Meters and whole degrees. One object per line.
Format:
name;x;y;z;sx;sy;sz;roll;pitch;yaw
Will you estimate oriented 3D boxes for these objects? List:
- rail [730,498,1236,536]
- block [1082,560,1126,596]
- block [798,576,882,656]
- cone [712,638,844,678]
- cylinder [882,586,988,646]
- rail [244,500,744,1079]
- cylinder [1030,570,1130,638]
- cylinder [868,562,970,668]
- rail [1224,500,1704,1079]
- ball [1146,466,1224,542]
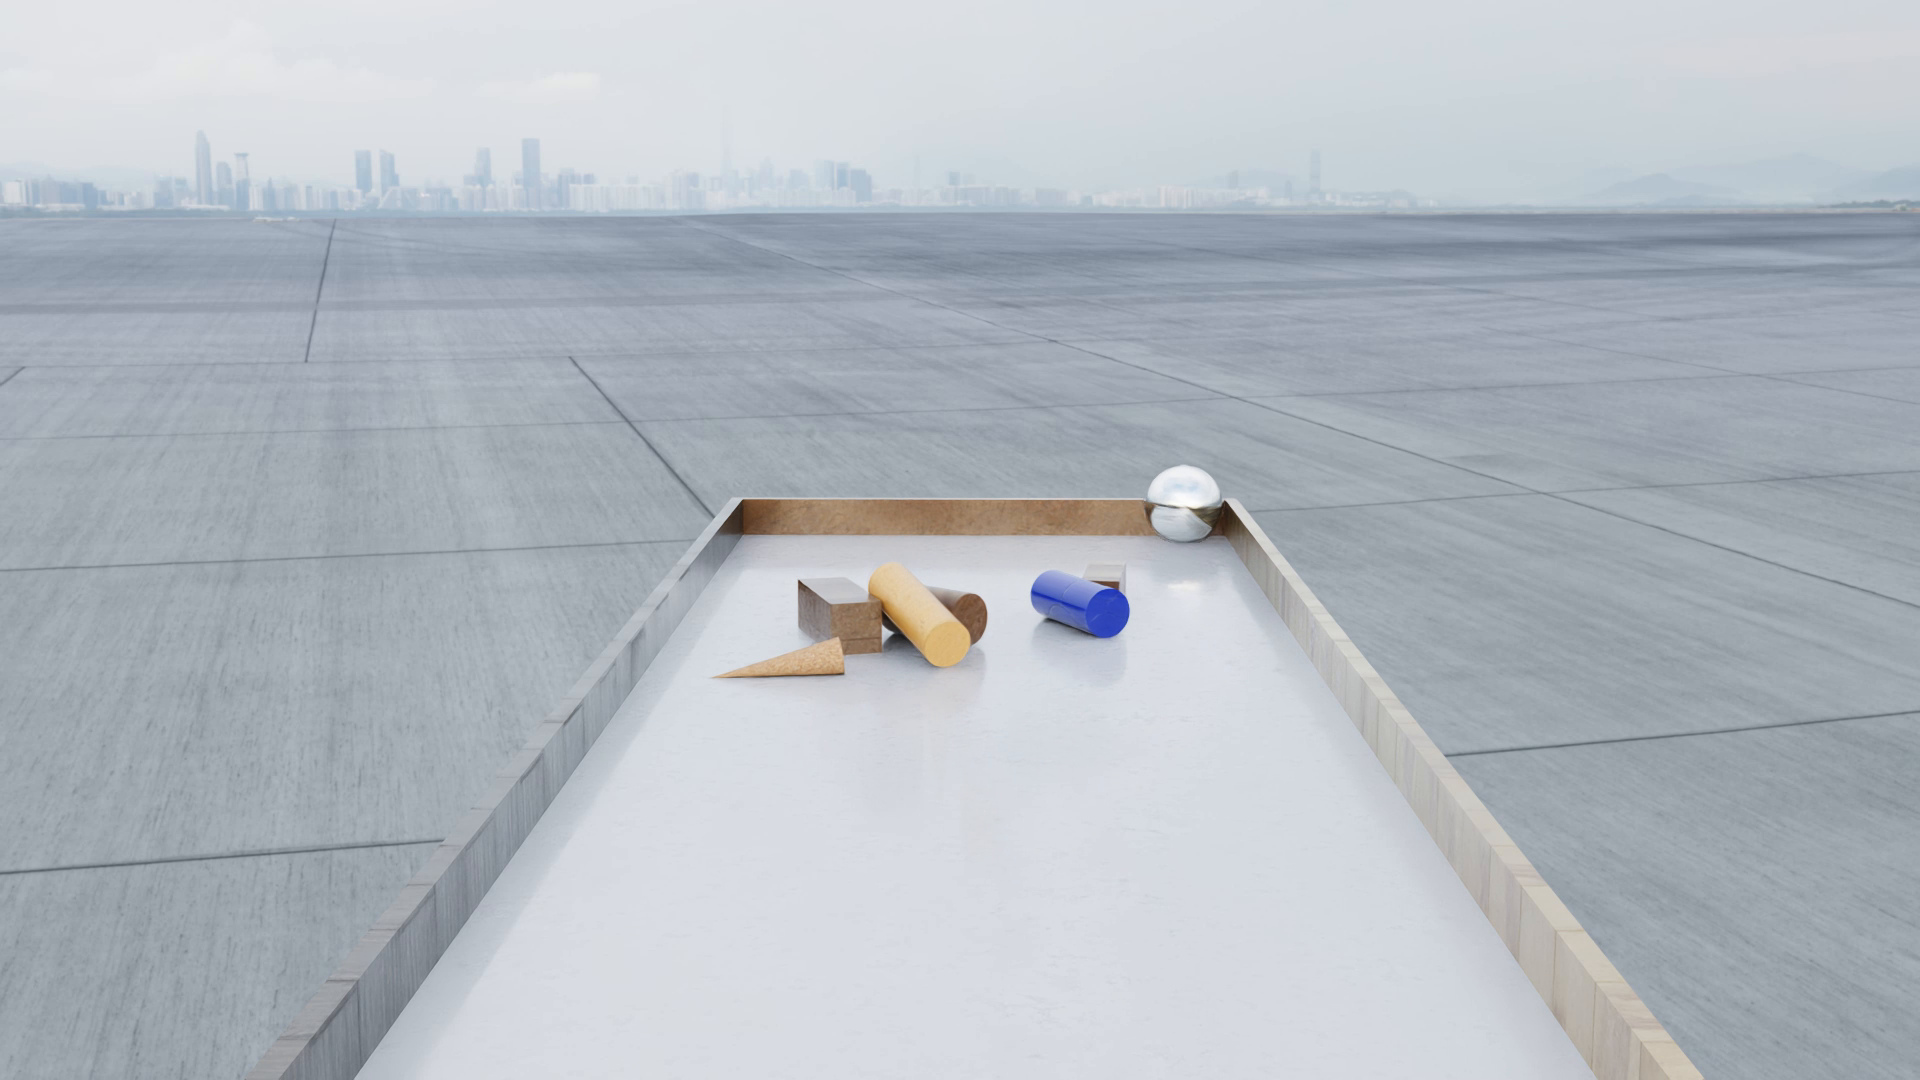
rail;0.099;-0.098;9.147;2.100;0.150;0.050;0;9;1
block;0.495;0.167;7.551;0.127;0.127;0.425;1;9;7
block;-0.386;0.239;6.988;0.162;0.162;0.458;-3;9;-17
cone;-0.545;0.373;6.478;0.398;0.110;0.110;-9;10;-8
cylinder;-0.086;0.233;7.003;0.319;0.168;0.168;9;12;43
rail;-1.004;0.839;3.234;0.050;0.150;12.000;0;9;1
cylinder;0.390;0.206;7.194;0.160;0.160;0.385;-4;10;-25
cylinder;-0.129;0.226;6.762;0.149;0.149;0.456;-4;24;-25
rail;1.046;0.843;3.208;0.050;0.150;12.000;0;9;1
ball;0.910;-0.147;8.932;0.314;0.314;0.314;0;9;0
